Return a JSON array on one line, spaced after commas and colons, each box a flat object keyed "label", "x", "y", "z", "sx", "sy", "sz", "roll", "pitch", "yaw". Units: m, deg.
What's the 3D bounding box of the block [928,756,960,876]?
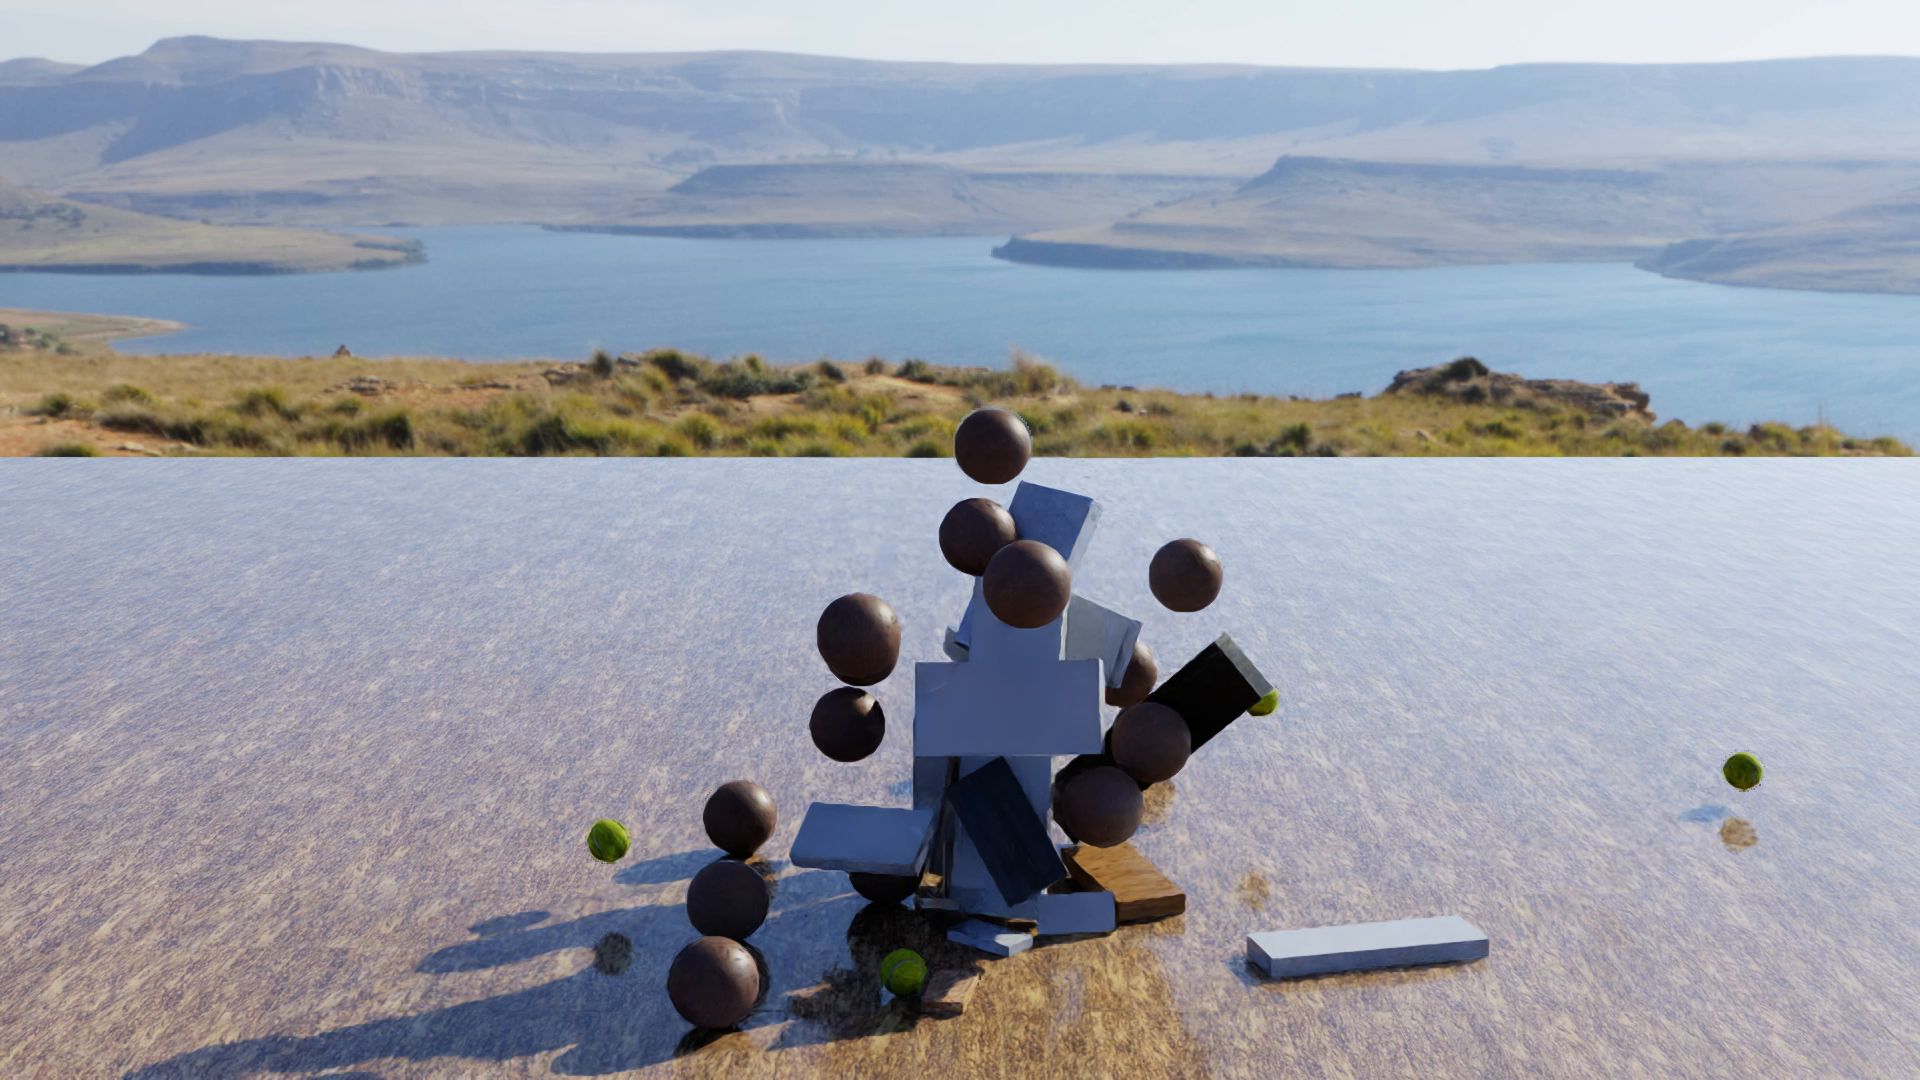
[{"label": "block", "x": 0.059, "y": 0.412, "z": 3.666, "sx": 0.163, "sy": 0.327, "sz": 0.046, "roll": 11, "pitch": 9, "yaw": 9}]

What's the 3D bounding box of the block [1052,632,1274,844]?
[{"label": "block", "x": 0.314, "y": 0.344, "z": 3.708, "sx": 0.033, "sy": 0.117, "sz": 0.608, "roll": -34, "pitch": -9, "yaw": -40}]

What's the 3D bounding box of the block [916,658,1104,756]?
[{"label": "block", "x": 0.079, "y": 0.268, "z": 3.505, "sx": 0.298, "sy": 0.149, "sz": 0.042, "roll": -2, "pitch": -8, "yaw": 13}]

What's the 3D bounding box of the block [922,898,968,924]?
[{"label": "block", "x": -0.023, "y": 0.588, "z": 3.479, "sx": 0.057, "sy": 0.016, "sz": 0.114, "roll": 1, "pitch": -21, "yaw": 8}]

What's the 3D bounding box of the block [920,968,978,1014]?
[{"label": "block", "x": -0.015, "y": 0.663, "z": 3.229, "sx": 0.062, "sy": 0.018, "sz": 0.124, "roll": 2, "pitch": 11, "yaw": 11}]

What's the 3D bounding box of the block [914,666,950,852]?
[{"label": "block", "x": 0.001, "y": 0.385, "z": 3.868, "sx": 0.163, "sy": 0.327, "sz": 0.046, "roll": 0, "pitch": 10, "yaw": -3}]

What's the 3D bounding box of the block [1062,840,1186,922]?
[{"label": "block", "x": 0.269, "y": 0.565, "z": 3.658, "sx": 0.117, "sy": 0.033, "sz": 0.235, "roll": -5, "pitch": 16, "yaw": -20}]

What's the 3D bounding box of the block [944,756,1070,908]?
[{"label": "block", "x": 0.074, "y": 0.462, "z": 3.487, "sx": 0.107, "sy": 0.214, "sz": 0.030, "roll": -31, "pitch": -14, "yaw": 2}]

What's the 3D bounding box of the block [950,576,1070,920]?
[{"label": "block", "x": 0.080, "y": 0.333, "z": 3.548, "sx": 0.149, "sy": 0.540, "sz": 0.042, "roll": 4, "pitch": -3, "yaw": 13}]

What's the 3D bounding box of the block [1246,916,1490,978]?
[{"label": "block", "x": 0.629, "y": 0.626, "z": 3.393, "sx": 0.356, "sy": 0.030, "sz": 0.107, "roll": -3, "pitch": 11, "yaw": -13}]

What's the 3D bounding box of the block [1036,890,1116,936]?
[{"label": "block", "x": 0.183, "y": 0.591, "z": 3.486, "sx": 0.124, "sy": 0.062, "sz": 0.018, "roll": -2, "pitch": -10, "yaw": -9}]

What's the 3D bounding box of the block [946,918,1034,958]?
[{"label": "block", "x": 0.047, "y": 0.623, "z": 3.445, "sx": 0.124, "sy": 0.018, "sz": 0.062, "roll": 9, "pitch": 14, "yaw": 39}]

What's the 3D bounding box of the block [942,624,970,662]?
[{"label": "block", "x": 0.089, "y": 0.212, "z": 3.766, "sx": 0.163, "sy": 0.046, "sz": 0.327, "roll": 8, "pitch": 8, "yaw": -15}]

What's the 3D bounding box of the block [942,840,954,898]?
[{"label": "block", "x": 0.001, "y": 0.546, "z": 3.593, "sx": 0.057, "sy": 0.114, "sz": 0.016, "roll": -2, "pitch": 9, "yaw": -14}]

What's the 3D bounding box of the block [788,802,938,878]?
[{"label": "block", "x": -0.152, "y": 0.472, "z": 3.466, "sx": 0.214, "sy": 0.030, "sz": 0.107, "roll": 1, "pitch": 44, "yaw": 23}]

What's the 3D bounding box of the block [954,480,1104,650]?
[{"label": "block", "x": 0.115, "y": 0.058, "z": 3.662, "sx": 0.149, "sy": 0.298, "sz": 0.042, "roll": 15, "pitch": -14, "yaw": 35}]

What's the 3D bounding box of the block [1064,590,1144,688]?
[{"label": "block", "x": 0.195, "y": 0.154, "z": 3.703, "sx": 0.033, "sy": 0.117, "sz": 0.235, "roll": 15, "pitch": 7, "yaw": -45}]
